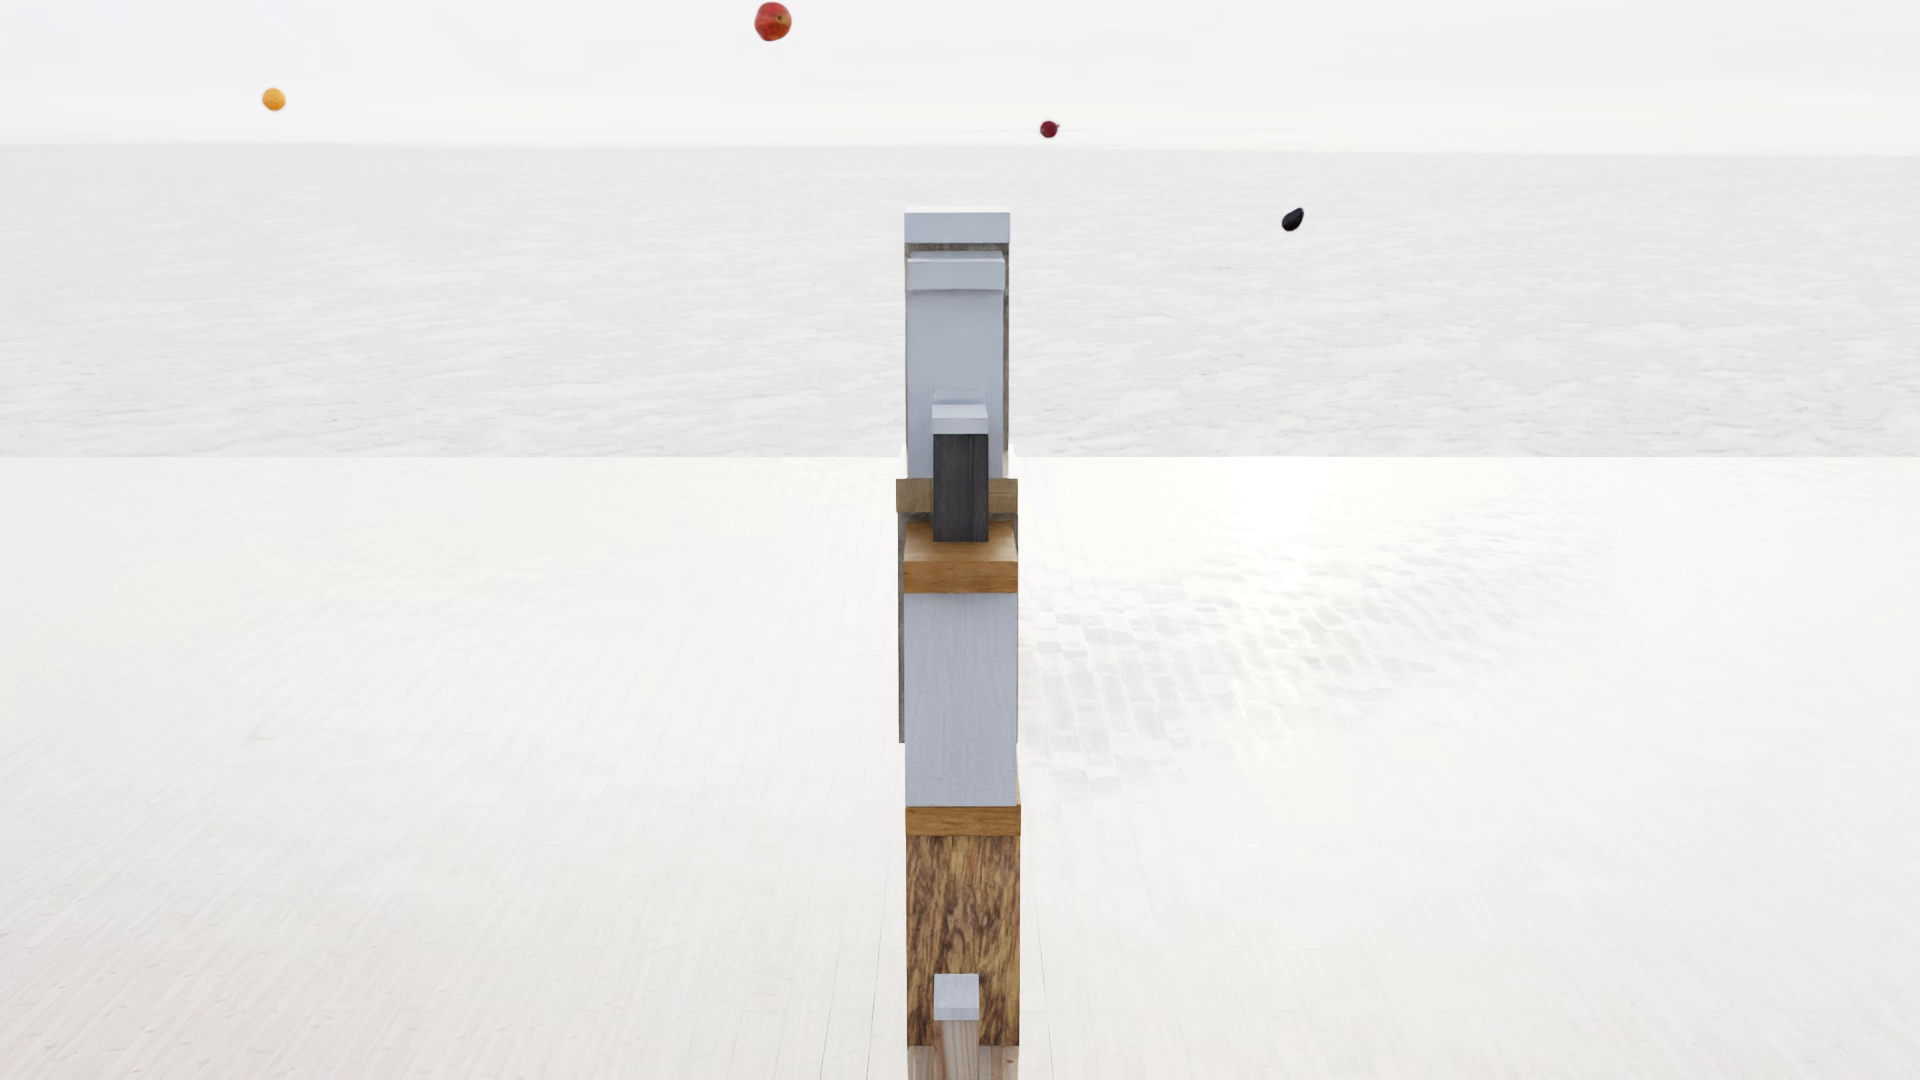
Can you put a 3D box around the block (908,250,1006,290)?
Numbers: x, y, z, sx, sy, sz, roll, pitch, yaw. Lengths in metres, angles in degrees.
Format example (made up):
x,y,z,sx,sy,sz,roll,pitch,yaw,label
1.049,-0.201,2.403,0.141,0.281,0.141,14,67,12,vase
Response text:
x,y,z,sx,sy,sz,roll,pitch,yaw,label
-0.005,-0.395,3.209,0.136,0.039,0.272,0,11,0,block

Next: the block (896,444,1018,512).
x,y,z,sx,sy,sz,roll,pitch,yaw,label
-0.004,-0.096,3.331,0.176,0.050,0.353,0,11,0,block

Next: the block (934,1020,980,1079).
x,y,z,sx,sy,sz,roll,pitch,yaw,label
-0.005,0.677,2.880,0.059,0.118,0.017,0,11,0,block

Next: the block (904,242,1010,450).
x,y,z,sx,sy,sz,roll,pitch,yaw,label
-0.004,-0.303,3.425,0.161,0.322,0.046,0,10,0,block

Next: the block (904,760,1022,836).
x,y,z,sx,sy,sz,roll,pitch,yaw,label
0.004,0.349,3.122,0.157,0.044,0.314,0,11,0,block

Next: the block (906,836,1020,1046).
x,y,z,sx,sy,sz,roll,pitch,yaw,label
0.004,0.545,3.052,0.157,0.314,0.044,0,11,0,block

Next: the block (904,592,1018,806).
x,y,z,sx,sy,sz,roll,pitch,yaw,label
0.001,0.207,2.948,0.149,0.299,0.042,0,11,0,block

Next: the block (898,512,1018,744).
x,y,z,sx,sy,sz,roll,pitch,yaw,label
-0.003,0.123,3.252,0.176,0.353,0.050,0,10,0,block

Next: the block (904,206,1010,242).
x,y,z,sx,sy,sz,roll,pitch,yaw,label
-0.004,-0.503,3.497,0.161,0.046,0.322,0,10,0,block

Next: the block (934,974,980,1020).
x,y,z,sx,sy,sz,roll,pitch,yaw,label
-0.005,0.603,2.906,0.059,0.017,0.118,0,11,0,block

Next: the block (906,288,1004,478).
x,y,z,sx,sy,sz,roll,pitch,yaw,label
-0.007,-0.226,3.149,0.136,0.272,0.039,0,11,0,block

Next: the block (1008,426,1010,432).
x,y,z,sx,sy,sz,roll,pitch,yaw,label
0.001,-0.206,3.935,0.169,0.048,0.338,0,11,0,block

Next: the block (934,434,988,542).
x,y,z,sx,sy,sz,roll,pitch,yaw,label
0.001,-0.073,2.997,0.075,0.150,0.021,0,11,0,block

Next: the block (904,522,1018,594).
x,y,z,sx,sy,sz,roll,pitch,yaw,label
0.000,0.021,3.015,0.149,0.042,0.299,0,11,0,block

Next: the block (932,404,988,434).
x,y,z,sx,sy,sz,roll,pitch,yaw,label
-0.001,-0.167,3.030,0.075,0.021,0.150,0,10,-1,block
